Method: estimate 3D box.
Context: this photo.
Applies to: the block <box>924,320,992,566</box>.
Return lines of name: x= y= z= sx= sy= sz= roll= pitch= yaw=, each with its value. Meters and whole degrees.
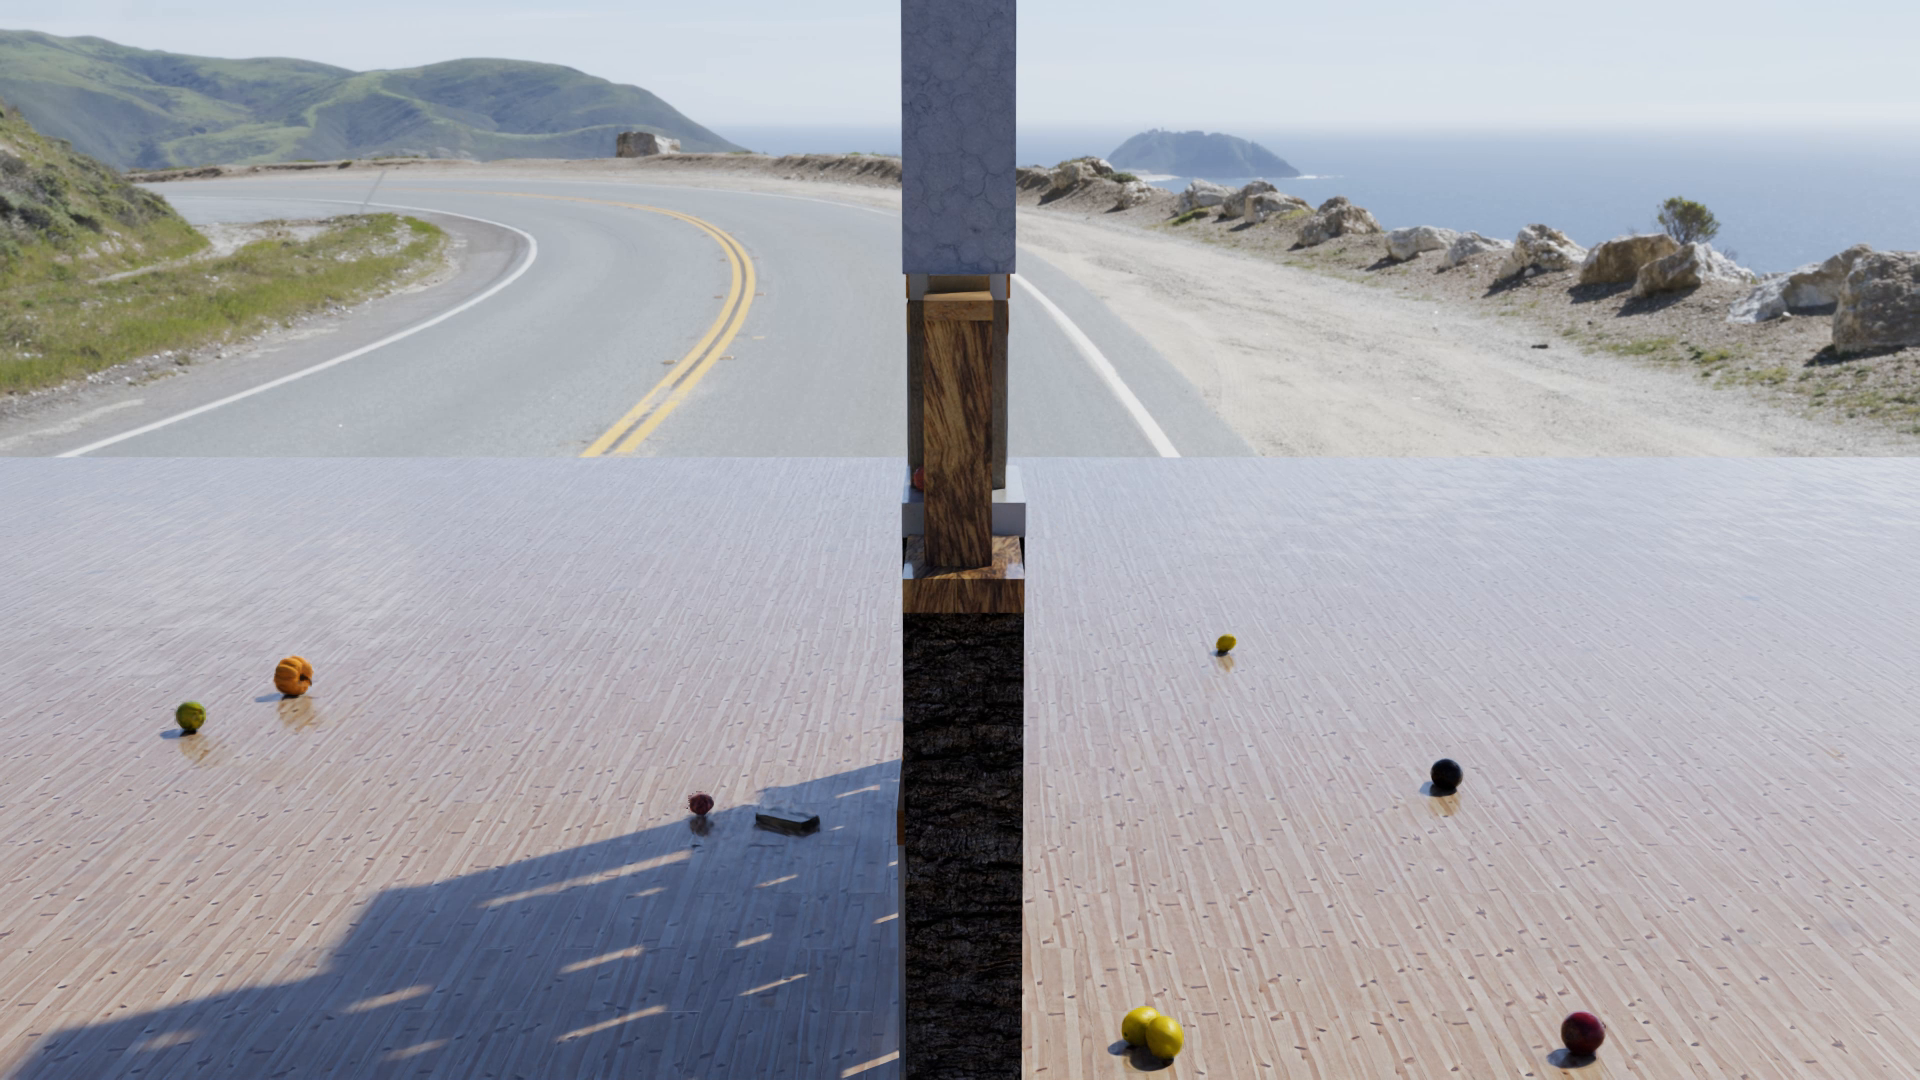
block: x=-0.002 y=-0.121 z=2.731 sx=0.085 sy=0.308 sz=0.024 roll=0 pitch=11 yaw=0

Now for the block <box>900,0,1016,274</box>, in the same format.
block: x=-0.002 y=-0.613 z=2.837 sx=0.148 sy=0.535 sz=0.042 roll=0 pitch=10 yaw=0

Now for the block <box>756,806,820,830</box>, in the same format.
block: x=-0.317 y=0.512 z=4.047 sx=0.106 sy=0.015 sz=0.053 roll=7 pitch=13 yaw=33

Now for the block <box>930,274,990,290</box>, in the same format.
block: x=0.000 y=-0.345 z=2.917 sx=0.077 sy=0.022 sz=0.155 roll=0 pitch=10 yaw=0

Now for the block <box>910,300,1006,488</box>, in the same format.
block: x=-0.003 y=-0.205 z=3.070 sx=0.132 sy=0.265 sz=0.037 roll=0 pitch=11 yaw=0

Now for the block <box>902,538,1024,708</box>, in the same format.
block: x=0.005 y=0.151 z=3.053 sx=0.167 sy=0.335 sz=0.047 roll=0 pitch=11 yaw=0

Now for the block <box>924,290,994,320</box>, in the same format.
block: x=-0.003 y=-0.294 z=2.757 sx=0.085 sy=0.024 sz=0.169 roll=0 pitch=11 yaw=-1

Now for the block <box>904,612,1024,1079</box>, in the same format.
block: x=0.005 y=0.411 z=2.787 sx=0.148 sy=0.674 sz=0.042 roll=0 pitch=11 yaw=0

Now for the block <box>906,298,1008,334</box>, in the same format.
block: x=-0.004 y=-0.385 z=3.693 sx=0.164 sy=0.047 sz=0.328 roll=0 pitch=10 yaw=0

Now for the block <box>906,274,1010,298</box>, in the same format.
block: x=-0.003 y=-0.577 z=3.647 sx=0.174 sy=0.347 sz=0.049 roll=0 pitch=10 yaw=0

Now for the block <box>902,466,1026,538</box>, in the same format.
block: x=0.004 y=-0.057 z=3.127 sx=0.167 sy=0.047 sz=0.335 roll=0 pitch=11 yaw=0

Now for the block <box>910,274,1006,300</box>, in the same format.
block: x=-0.003 y=-0.370 z=3.129 sx=0.132 sy=0.037 sz=0.265 roll=0 pitch=11 yaw=0

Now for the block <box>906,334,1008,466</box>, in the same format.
block: x=-0.004 y=-0.180 z=3.619 sx=0.164 sy=0.329 sz=0.047 roll=0 pitch=11 yaw=-1

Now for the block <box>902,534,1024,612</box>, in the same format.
block: x=0.004 y=0.041 z=2.820 sx=0.148 sy=0.042 sz=0.297 roll=0 pitch=11 yaw=0

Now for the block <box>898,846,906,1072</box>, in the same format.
block: x=0.000 y=0.552 z=2.968 sx=0.165 sy=0.330 sz=0.047 roll=0 pitch=11 yaw=0

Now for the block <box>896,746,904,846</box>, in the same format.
block: x=0.000 y=0.347 z=3.041 sx=0.165 sy=0.047 sz=0.330 roll=0 pitch=11 yaw=0
